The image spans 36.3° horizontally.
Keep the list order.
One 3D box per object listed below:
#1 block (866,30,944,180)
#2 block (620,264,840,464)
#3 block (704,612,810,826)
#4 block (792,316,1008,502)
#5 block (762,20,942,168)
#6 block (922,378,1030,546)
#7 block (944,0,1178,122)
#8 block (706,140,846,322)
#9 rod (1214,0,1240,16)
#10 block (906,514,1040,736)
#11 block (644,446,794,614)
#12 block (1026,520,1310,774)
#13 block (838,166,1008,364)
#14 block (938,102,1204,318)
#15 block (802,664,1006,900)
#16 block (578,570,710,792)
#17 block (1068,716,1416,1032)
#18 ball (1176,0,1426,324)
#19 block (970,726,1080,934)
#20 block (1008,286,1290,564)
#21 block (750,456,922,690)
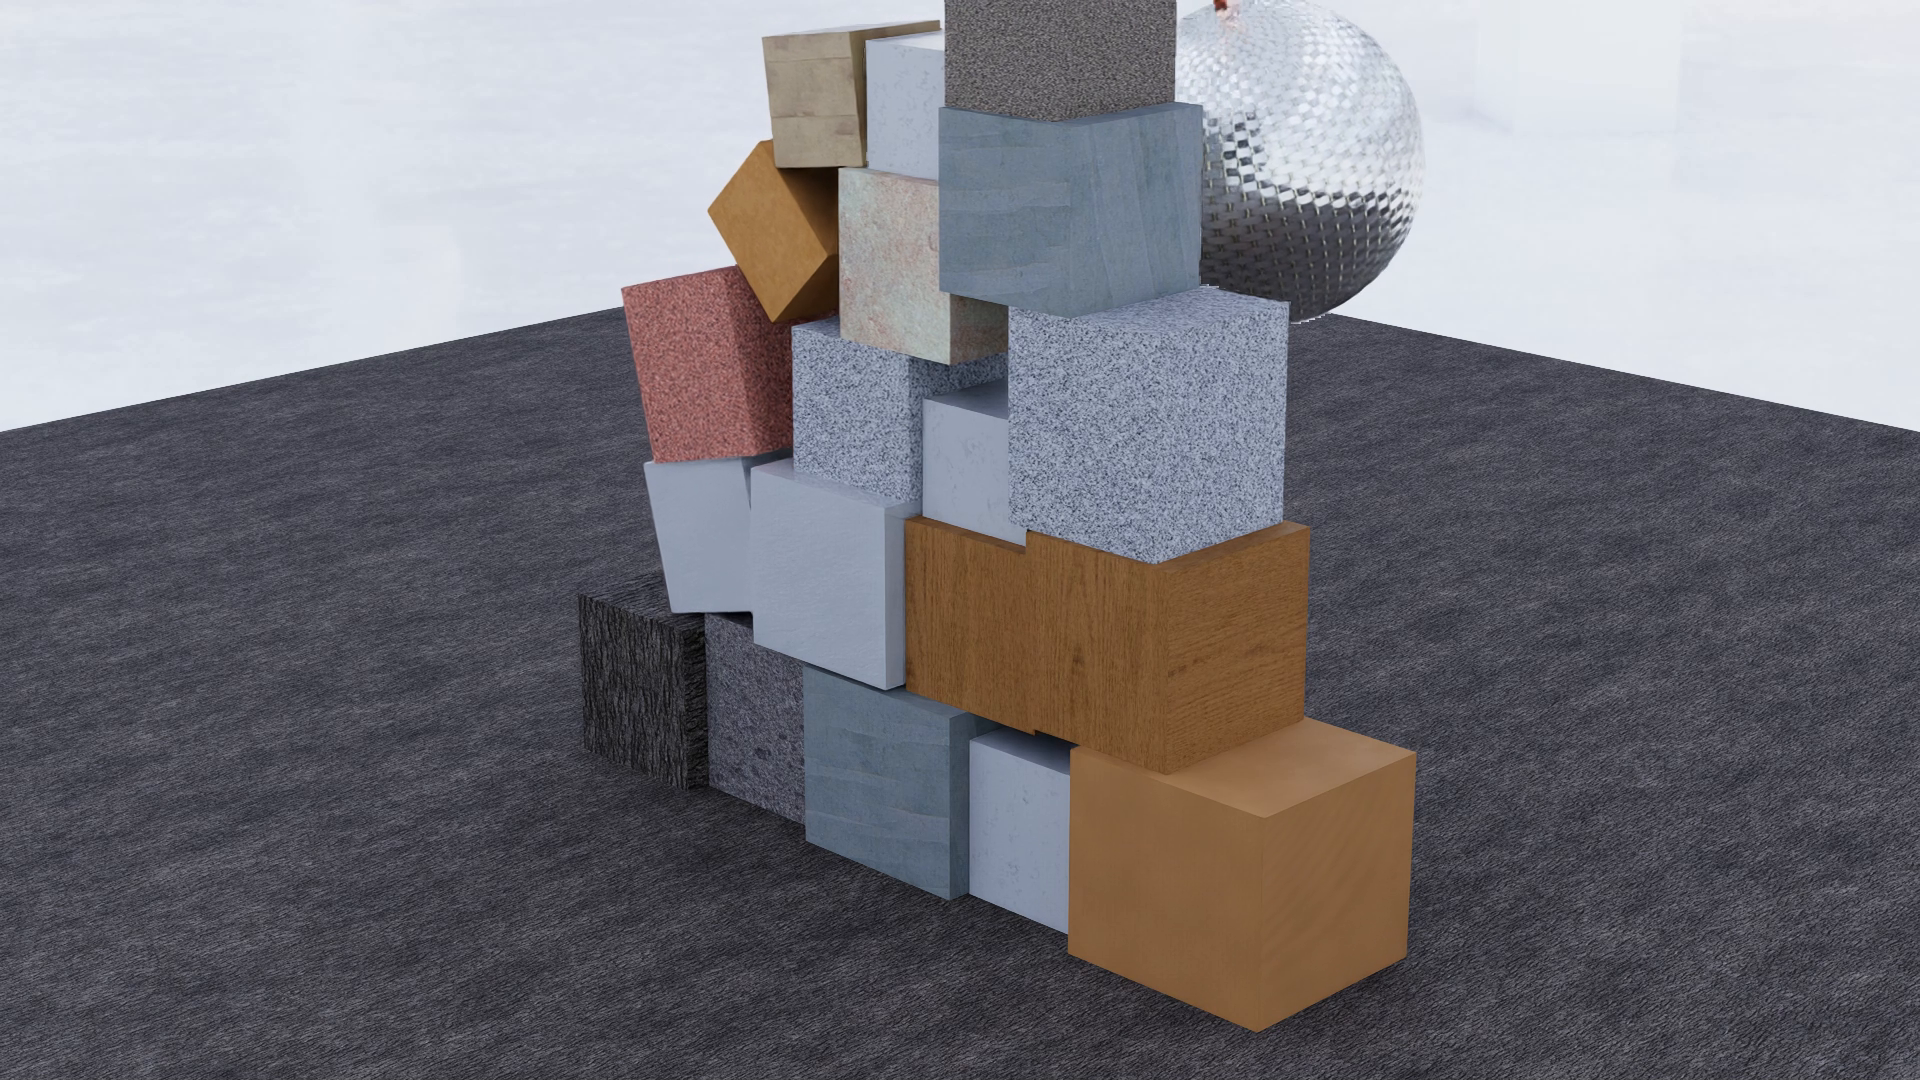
[{"bbox_3d":[-0.002,-1.896,12.775,0.559,0.559,0.583,-17,24,-42],"label":"block"},{"bbox_3d":[-1.010,-0.886,14.112,0.784,0.862,0.780,-17,10,-42],"label":"block"},{"bbox_3d":[-0.688,0.794,14.312,0.724,0.904,0.834,-17,24,-42],"label":"block"},{"bbox_3d":[-0.249,-0.641,13.394,0.764,0.674,0.696,17,24,42],"label":"block"},{"bbox_3d":[-0.461,-2.004,13.177,0.556,0.586,0.582,-17,16,-42],"label":"block"},{"bbox_3d":[0.262,-0.358,12.963,0.568,0.542,0.641,-17,24,-42],"label":"block"},{"bbox_3d":[0.421,-2.209,12.225,0.746,0.778,0.629,-17,24,-42],"label":"block"},{"bbox_3d":[-0.683,-1.467,13.595,0.579,0.643,0.538,-17,-20,-43],"label":"block"},{"bbox_3d":[0.636,-4.636,12.551,0.080,5.200,0.080,17,44,42],"label":"rod"},{"bbox_3d":[0.311,0.297,13.130,0.765,0.807,0.801,-17,24,-42],"label":"block"},{"bbox_3d":[-0.975,-0.093,14.317,0.704,0.750,0.749,-17,10,-42],"label":"block"},{"bbox_3d":[0.884,0.373,12.550,0.904,0.874,0.807,-17,24,-42],"label":"block"},{"bbox_3d":[-0.026,-1.271,12.998,0.745,0.765,0.694,-17,24,-42],"label":"block"},{"bbox_3d":[0.466,-1.441,12.384,0.814,0.782,0.757,-17,24,-42],"label":"block"},{"bbox_3d":[-0.047,1.000,13.701,0.962,0.877,0.963,-17,24,-42],"label":"block"},{"bbox_3d":[-1.287,0.650,14.880,0.958,0.837,0.820,-17,24,-42],"label":"block"},{"bbox_3d":[1.195,1.340,12.506,1.006,0.945,1.055,-17,24,-42],"label":"block"},{"bbox_3d":[1.467,-1.842,14.300,1.600,1.600,1.600,0,17,0],"label":"ball"},{"bbox_3d":[0.569,1.240,13.155,0.762,0.746,0.727,-17,24,-42],"label":"block"},{"bbox_3d":[0.790,-0.529,12.370,0.829,0.955,0.825,-17,24,-42],"label":"block"},{"bbox_3d":[-0.308,0.069,13.685,0.971,0.856,0.900,-17,24,-42],"label":"block"}]
